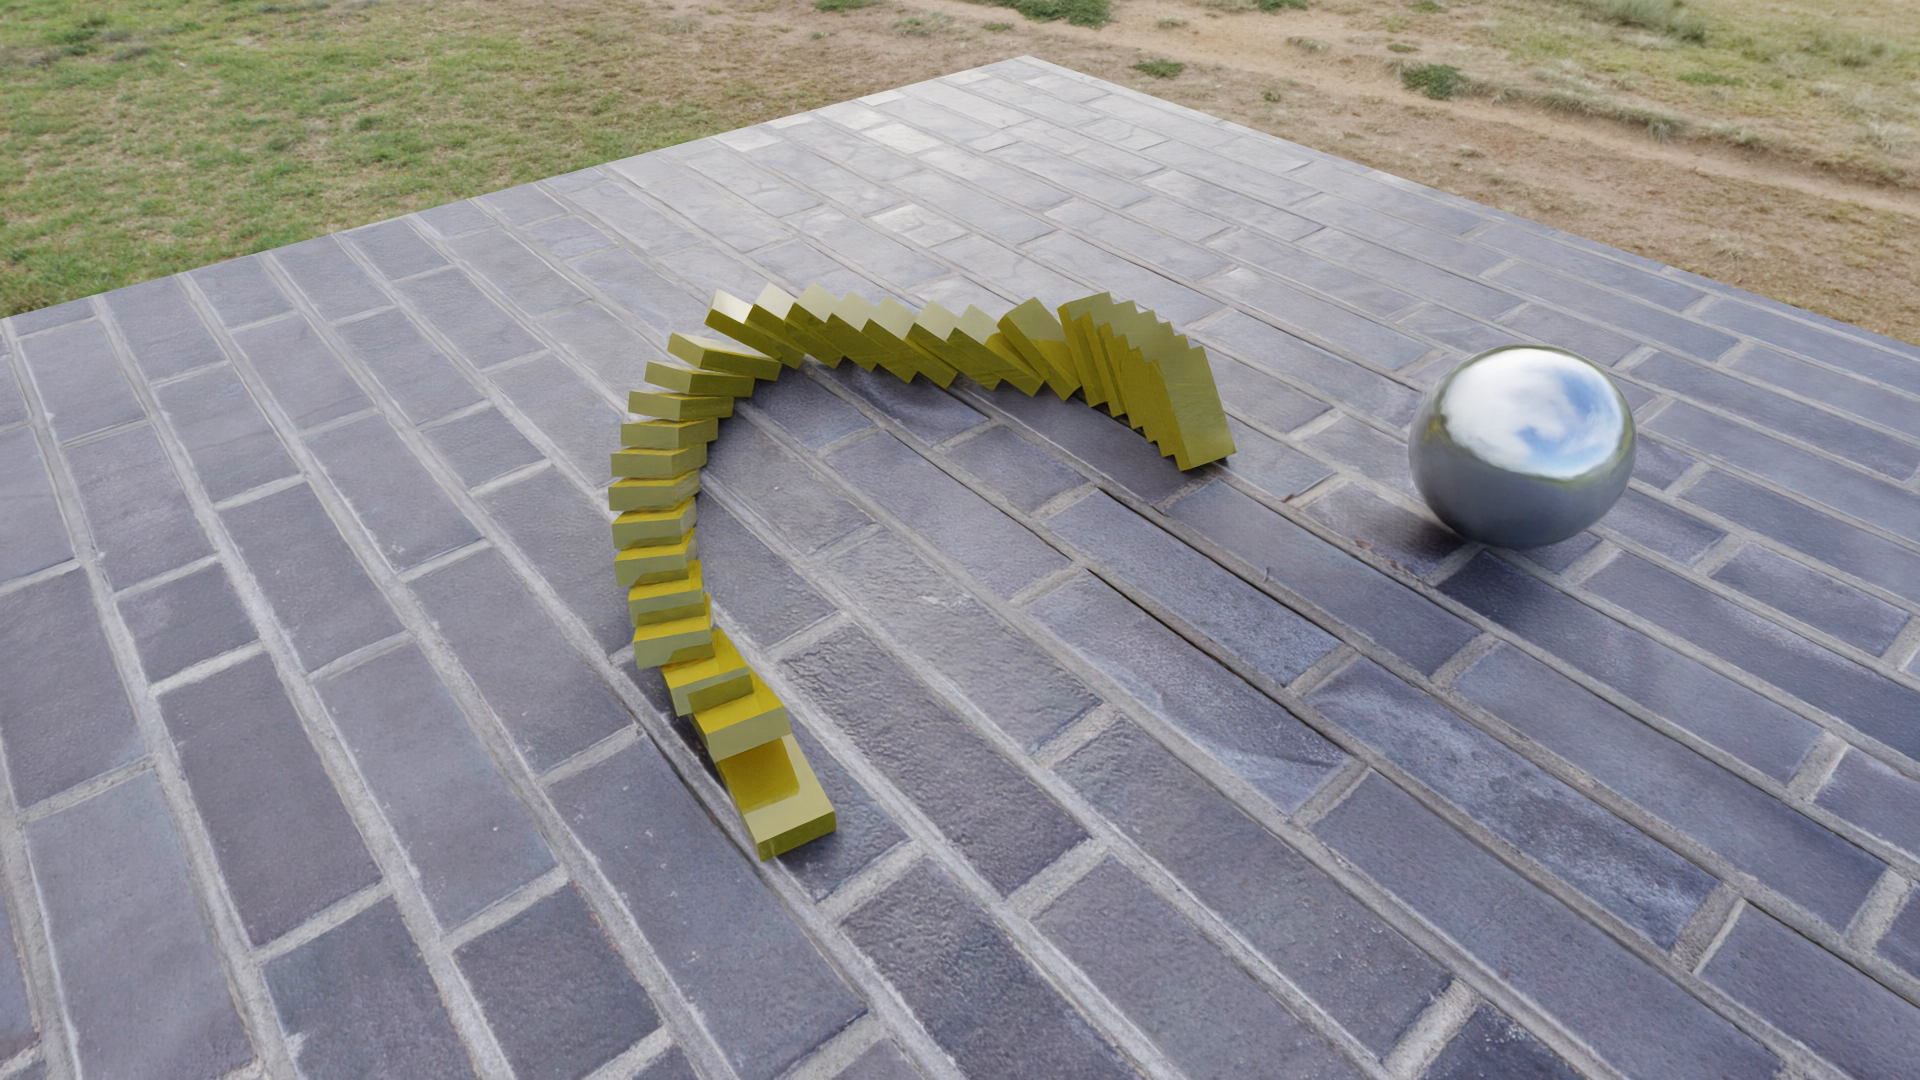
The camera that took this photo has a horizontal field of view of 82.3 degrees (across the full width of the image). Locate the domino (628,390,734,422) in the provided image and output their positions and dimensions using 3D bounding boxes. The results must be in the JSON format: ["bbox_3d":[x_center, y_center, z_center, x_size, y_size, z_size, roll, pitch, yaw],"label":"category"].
[{"bbox_3d":[-0.126,-0.062,0.501,0.025,0.009,0.050,11,11,13],"label":"domino"}]

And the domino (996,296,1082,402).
[{"bbox_3d":[0.044,-0.094,0.537,0.050,0.010,0.025,49,51,5],"label":"domino"}]

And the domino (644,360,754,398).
[{"bbox_3d":[-0.121,-0.075,0.516,0.025,0.010,0.050,18,12,20],"label":"domino"}]

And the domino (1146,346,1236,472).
[{"bbox_3d":[0.103,-0.058,0.487,0.025,0.050,0.009,-19,2,-21],"label":"domino"}]

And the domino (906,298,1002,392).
[{"bbox_3d":[0.001,-0.096,0.543,0.050,0.010,0.025,32,42,-5],"label":"domino"}]

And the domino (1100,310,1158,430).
[{"bbox_3d":[0.085,-0.080,0.513,0.025,0.050,0.010,-19,2,-22],"label":"domino"}]

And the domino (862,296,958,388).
[{"bbox_3d":[-0.022,-0.098,0.544,0.050,0.010,0.025,34,42,-7],"label":"domino"}]

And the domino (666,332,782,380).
[{"bbox_3d":[-0.113,-0.089,0.532,0.025,0.010,0.050,30,17,31],"label":"domino"}]

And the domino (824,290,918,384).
[{"bbox_3d":[-0.040,-0.101,0.549,0.050,0.009,0.025,34,42,-7],"label":"domino"}]

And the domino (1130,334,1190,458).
[{"bbox_3d":[0.096,-0.065,0.496,0.025,0.050,0.010,-19,2,-21],"label":"domino"}]

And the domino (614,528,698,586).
[{"bbox_3d":[-0.115,0.006,0.419,0.025,0.010,0.050,-6,13,-8],"label":"domino"}]

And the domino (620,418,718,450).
[{"bbox_3d":[-0.127,-0.048,0.484,0.025,0.009,0.050,5,11,6],"label":"domino"}]

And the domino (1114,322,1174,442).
[{"bbox_3d":[0.091,-0.073,0.505,0.025,0.050,0.010,-19,2,-21],"label":"domino"}]

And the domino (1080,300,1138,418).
[{"bbox_3d":[0.077,-0.086,0.521,0.025,0.050,0.010,-19,2,-22],"label":"domino"}]

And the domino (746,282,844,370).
[{"bbox_3d":[-0.080,-0.108,0.556,0.050,0.009,0.025,30,36,-12],"label":"domino"}]

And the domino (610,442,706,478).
[{"bbox_3d":[-0.127,-0.034,0.468,0.025,0.009,0.050,2,11,3],"label":"domino"}]

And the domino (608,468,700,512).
[{"bbox_3d":[-0.125,-0.021,0.451,0.025,0.009,0.050,-1,11,-1],"label":"domino"}]

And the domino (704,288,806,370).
[{"bbox_3d":[-0.102,-0.106,0.552,0.050,0.010,0.025,25,29,-21],"label":"domino"}]

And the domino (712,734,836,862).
[{"bbox_3d":[-0.061,0.076,0.351,0.025,0.010,0.050,-19,43,-22],"label":"domino"}]

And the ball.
[{"bbox_3d":[0.219,-0.036,0.432,0.080,0.080,0.080,0,39,0],"label":"ball"}]

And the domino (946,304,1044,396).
[{"bbox_3d":[0.020,-0.093,0.539,0.050,0.010,0.025,33,42,-6],"label":"domino"}]

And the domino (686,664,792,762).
[{"bbox_3d":[-0.074,0.055,0.359,0.025,0.009,0.050,-19,16,-20],"label":"domino"}]

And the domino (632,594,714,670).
[{"bbox_3d":[-0.100,0.031,0.388,0.025,0.009,0.050,-9,13,-11],"label":"domino"}]

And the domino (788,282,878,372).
[{"bbox_3d":[-0.060,-0.107,0.555,0.050,0.010,0.025,34,39,-7],"label":"domino"}]

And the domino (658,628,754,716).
[{"bbox_3d":[-0.088,0.044,0.373,0.025,0.010,0.050,-16,15,-18],"label":"domino"}]

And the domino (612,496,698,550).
[{"bbox_3d":[-0.120,-0.007,0.435,0.025,0.010,0.050,-5,12,-6],"label":"domino"}]

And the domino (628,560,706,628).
[{"bbox_3d":[-0.107,0.019,0.403,0.025,0.010,0.050,-9,13,-12],"label":"domino"}]

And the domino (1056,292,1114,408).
[{"bbox_3d":[0.067,-0.091,0.528,0.025,0.050,0.009,-19,2,-22],"label":"domino"}]
